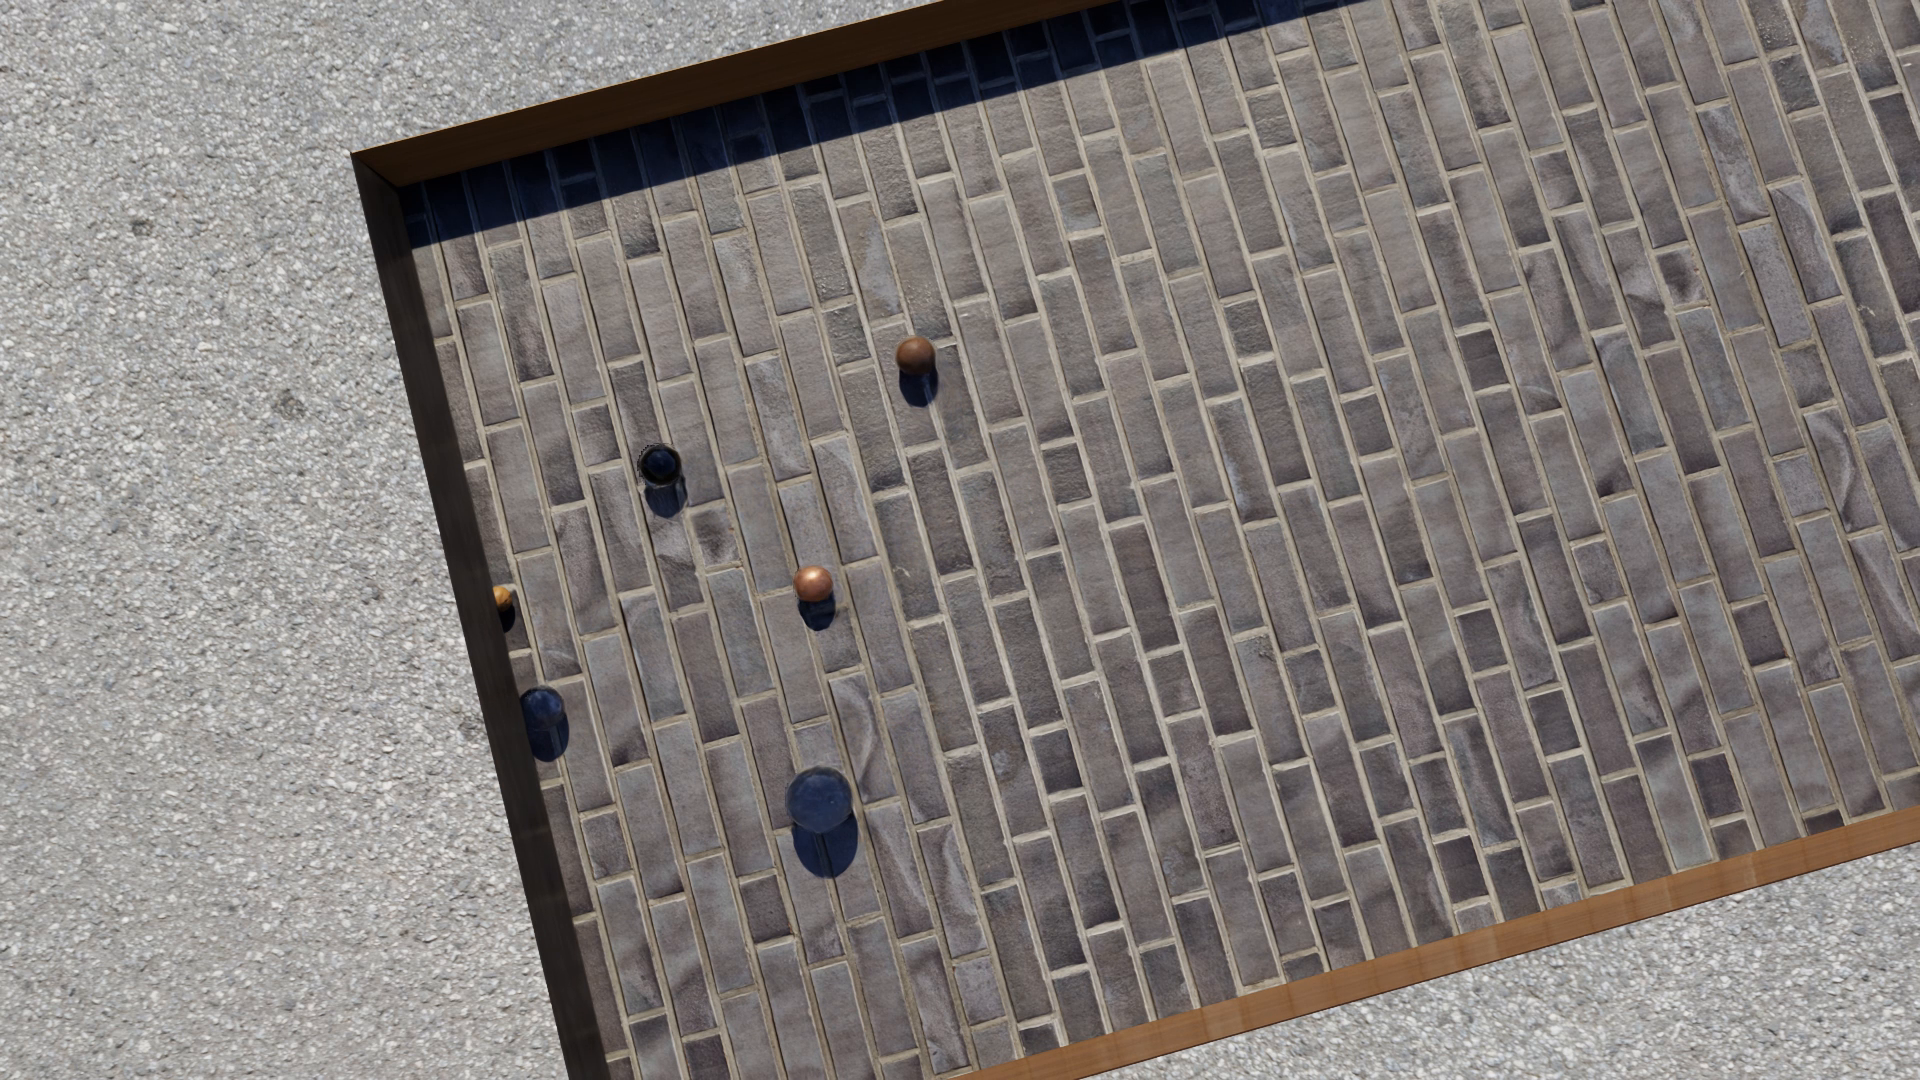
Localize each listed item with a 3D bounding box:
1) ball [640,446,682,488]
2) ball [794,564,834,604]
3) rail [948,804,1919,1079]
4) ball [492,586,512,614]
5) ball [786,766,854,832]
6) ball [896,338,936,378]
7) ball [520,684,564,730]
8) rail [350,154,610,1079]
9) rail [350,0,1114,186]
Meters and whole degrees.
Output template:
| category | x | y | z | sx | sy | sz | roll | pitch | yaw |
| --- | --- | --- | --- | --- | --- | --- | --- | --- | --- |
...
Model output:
| category | x | y | z | sx | sy | sz | roll | pitch | yaw |
| --- | --- | --- | --- | --- | --- | --- | --- | --- | --- |
| ball | -0.450 | -0.111 | 3.310 | 0.063 | 0.063 | 0.063 | 0 | 80 | 0 |
| ball | -0.218 | 0.066 | 3.281 | 0.057 | 0.057 | 0.057 | 0 | 80 | 0 |
| rail | 0.910 | 0.536 | 3.160 | 2.926 | 0.126 | 0.045 | -15 | 80 | -3 |
| ball | -0.690 | 0.089 | 3.285 | 0.041 | 0.041 | 0.041 | 0 | 80 | 0 |
| ball | -0.204 | 0.377 | 3.204 | 0.097 | 0.097 | 0.097 | 0 | 80 | 0 |
| ball | -0.067 | -0.278 | 3.341 | 0.061 | 0.061 | 0.061 | 0 | 80 | 0 |
| ball | -0.617 | 0.247 | 3.243 | 0.067 | 0.067 | 0.067 | 0 | 80 | 0 |
| rail | -0.682 | 0.179 | 3.224 | 0.045 | 0.126 | 1.592 | -15 | 80 | -3 |
| rail | 0.501 | -0.929 | 3.425 | 2.926 | 0.126 | 0.045 | -15 | 80 | -3 |
